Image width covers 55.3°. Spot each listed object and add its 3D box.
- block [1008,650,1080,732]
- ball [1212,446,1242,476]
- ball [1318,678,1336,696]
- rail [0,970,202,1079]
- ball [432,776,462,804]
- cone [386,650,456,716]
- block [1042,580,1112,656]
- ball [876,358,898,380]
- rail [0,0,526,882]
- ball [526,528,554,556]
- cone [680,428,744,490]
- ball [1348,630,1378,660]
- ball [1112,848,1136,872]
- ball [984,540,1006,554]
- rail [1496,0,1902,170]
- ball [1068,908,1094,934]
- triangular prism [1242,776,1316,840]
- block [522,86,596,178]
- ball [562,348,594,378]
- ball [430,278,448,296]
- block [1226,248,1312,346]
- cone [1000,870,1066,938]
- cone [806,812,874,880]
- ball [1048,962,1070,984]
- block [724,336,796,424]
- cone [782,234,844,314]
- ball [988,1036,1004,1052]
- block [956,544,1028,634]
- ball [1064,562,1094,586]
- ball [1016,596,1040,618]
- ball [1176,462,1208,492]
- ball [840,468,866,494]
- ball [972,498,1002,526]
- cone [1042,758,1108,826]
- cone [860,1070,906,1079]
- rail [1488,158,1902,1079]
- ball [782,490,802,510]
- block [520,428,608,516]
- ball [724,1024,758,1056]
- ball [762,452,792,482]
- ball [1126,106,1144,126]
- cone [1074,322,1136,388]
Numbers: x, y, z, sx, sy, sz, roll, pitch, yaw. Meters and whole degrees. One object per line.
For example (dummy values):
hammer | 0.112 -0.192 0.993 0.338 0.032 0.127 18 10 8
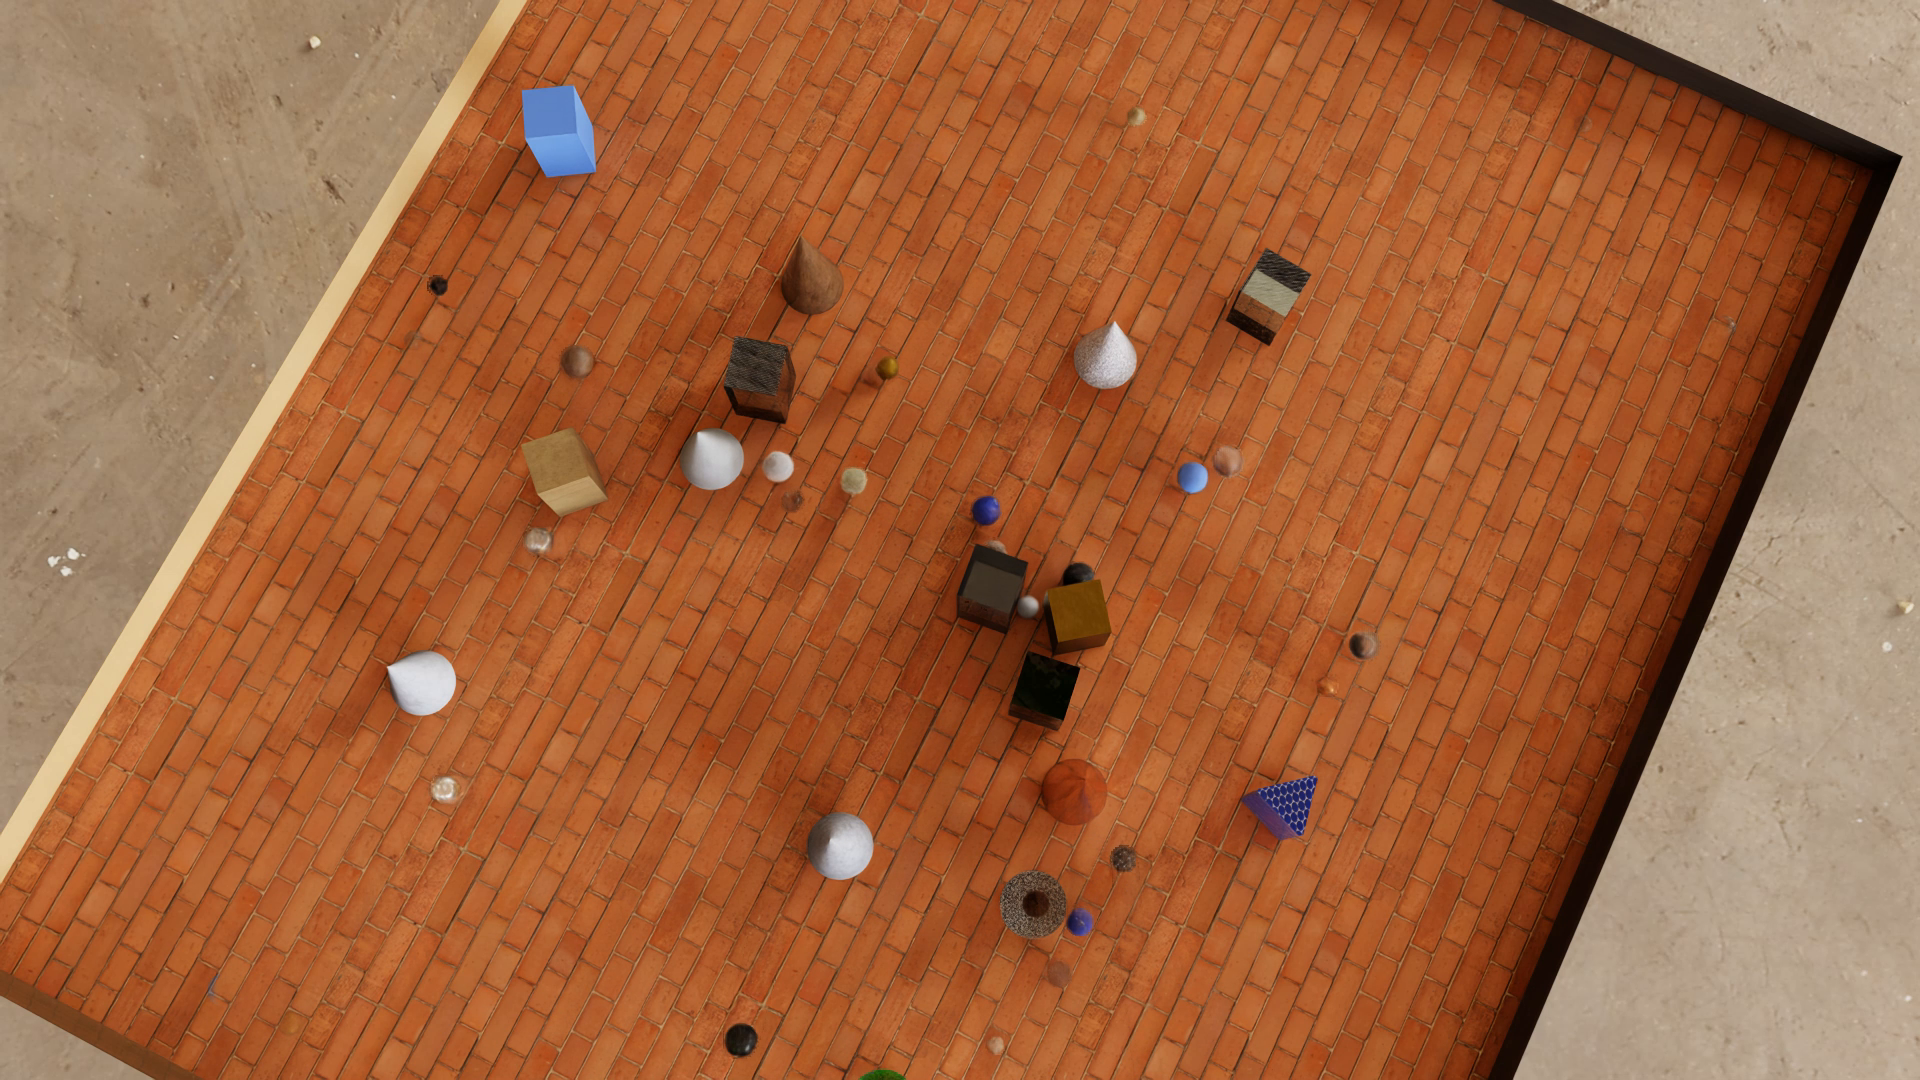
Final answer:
block | 0.244 0.445 5.367 0.158 0.309 0.158 18 79 4
ball | 0.819 -0.242 5.619 0.094 0.094 0.094 0 78 0
ball | 1.101 0.440 5.497 0.057 0.057 0.057 0 78 0
rail | -1.068 2.099 5.115 4.189 0.129 0.045 26 80 5
ball | -1.519 0.739 5.421 0.084 0.084 0.084 0 78 0
cone | -1.620 0.395 5.354 0.198 0.354 0.198 0 78 0
block | 0.345 0.231 5.429 0.158 0.274 0.158 -11 79 -2
ball | -0.226 -0.532 5.692 0.068 0.068 0.068 0 78 0
rail | -1.852 -0.900 5.736 0.045 0.129 4.824 26 80 5
ball | -1.278 0.003 5.572 0.085 0.085 0.085 0 78 0
cone | -0.768 -0.283 5.516 0.198 0.312 0.198 0 78 0
ball | 1.213 0.317 5.507 0.087 0.087 0.087 0 78 0
ball | 0.482 0.941 5.386 0.070 0.070 0.070 0 78 0
ball | 0.104 0.037 5.571 0.075 0.075 0.075 0 78 0
rail | 1.068 -2.085 5.981 4.189 0.129 0.045 26 80 5
ball | 0.351 1.112 5.347 0.077 0.077 0.077 0 78 0
triangular prism | 0.948 0.747 5.296 0.148 0.325 0.171 -43 81 -8
block | -1.251 -1.275 5.728 0.158 0.298 0.158 -6 78 -1
ball | -1.186 -0.548 5.680 0.098 0.098 0.098 0 78 0
ball | -1.635 -0.796 5.753 0.055 0.055 0.055 0 78 0
block | 0.945 -0.743 5.624 0.158 0.287 0.158 32 80 6
cone | 0.216 1.039 5.227 0.198 0.343 0.198 0 78 0
cone | -0.355 0.863 5.220 0.198 0.426 0.198 0 78 0
ball | 0.287 1.258 5.322 0.066 0.066 0.066 0 78 0
block | -0.603 -0.482 5.557 0.158 0.312 0.158 11 79 2
cone | -0.466 -0.849 5.572 0.198 0.431 0.198 0 78 0
ball | 0.103 1.457 5.291 0.046 0.046 0.046 0 78 0
block | 0.093 0.148 5.391 0.158 0.383 0.158 20 79 4
ball | 0.359 0.117 5.544 0.095 0.095 0.095 0 78 0
ball | 0.206 0.201 5.540 0.069 0.069 0.069 0 78 0
ball | 0.711 -0.192 5.608 0.095 0.095 0.095 0 78 0
ball | -0.326 -0.180 5.612 0.081 0.081 0.081 0 78 0
ball | 0.082 -0.087 5.589 0.089 0.089 0.089 0 78 0
cone | 0.341 0.701 5.221 0.198 0.490 0.198 0 78 0
cone | -0.223 1.582 5.060 0.198 0.449 0.198 0 78 0
rail | 1.852 0.914 5.361 0.045 0.129 4.824 26 80 5
ball | -0.514 -0.121 5.609 0.064 0.064 0.064 0 78 0
block | -1.183 -0.201 5.500 0.158 0.310 0.158 -20 79 -4
ball | -0.629 1.438 5.271 0.094 0.094 0.094 0 78 0
ball | -0.559 -0.223 5.615 0.094 0.094 0.094 0 78 0
ball | 0.563 -1.358 5.868 0.058 0.058 0.058 0 78 0
cone | 0.454 -0.605 5.554 0.198 0.368 0.198 0 78 0
